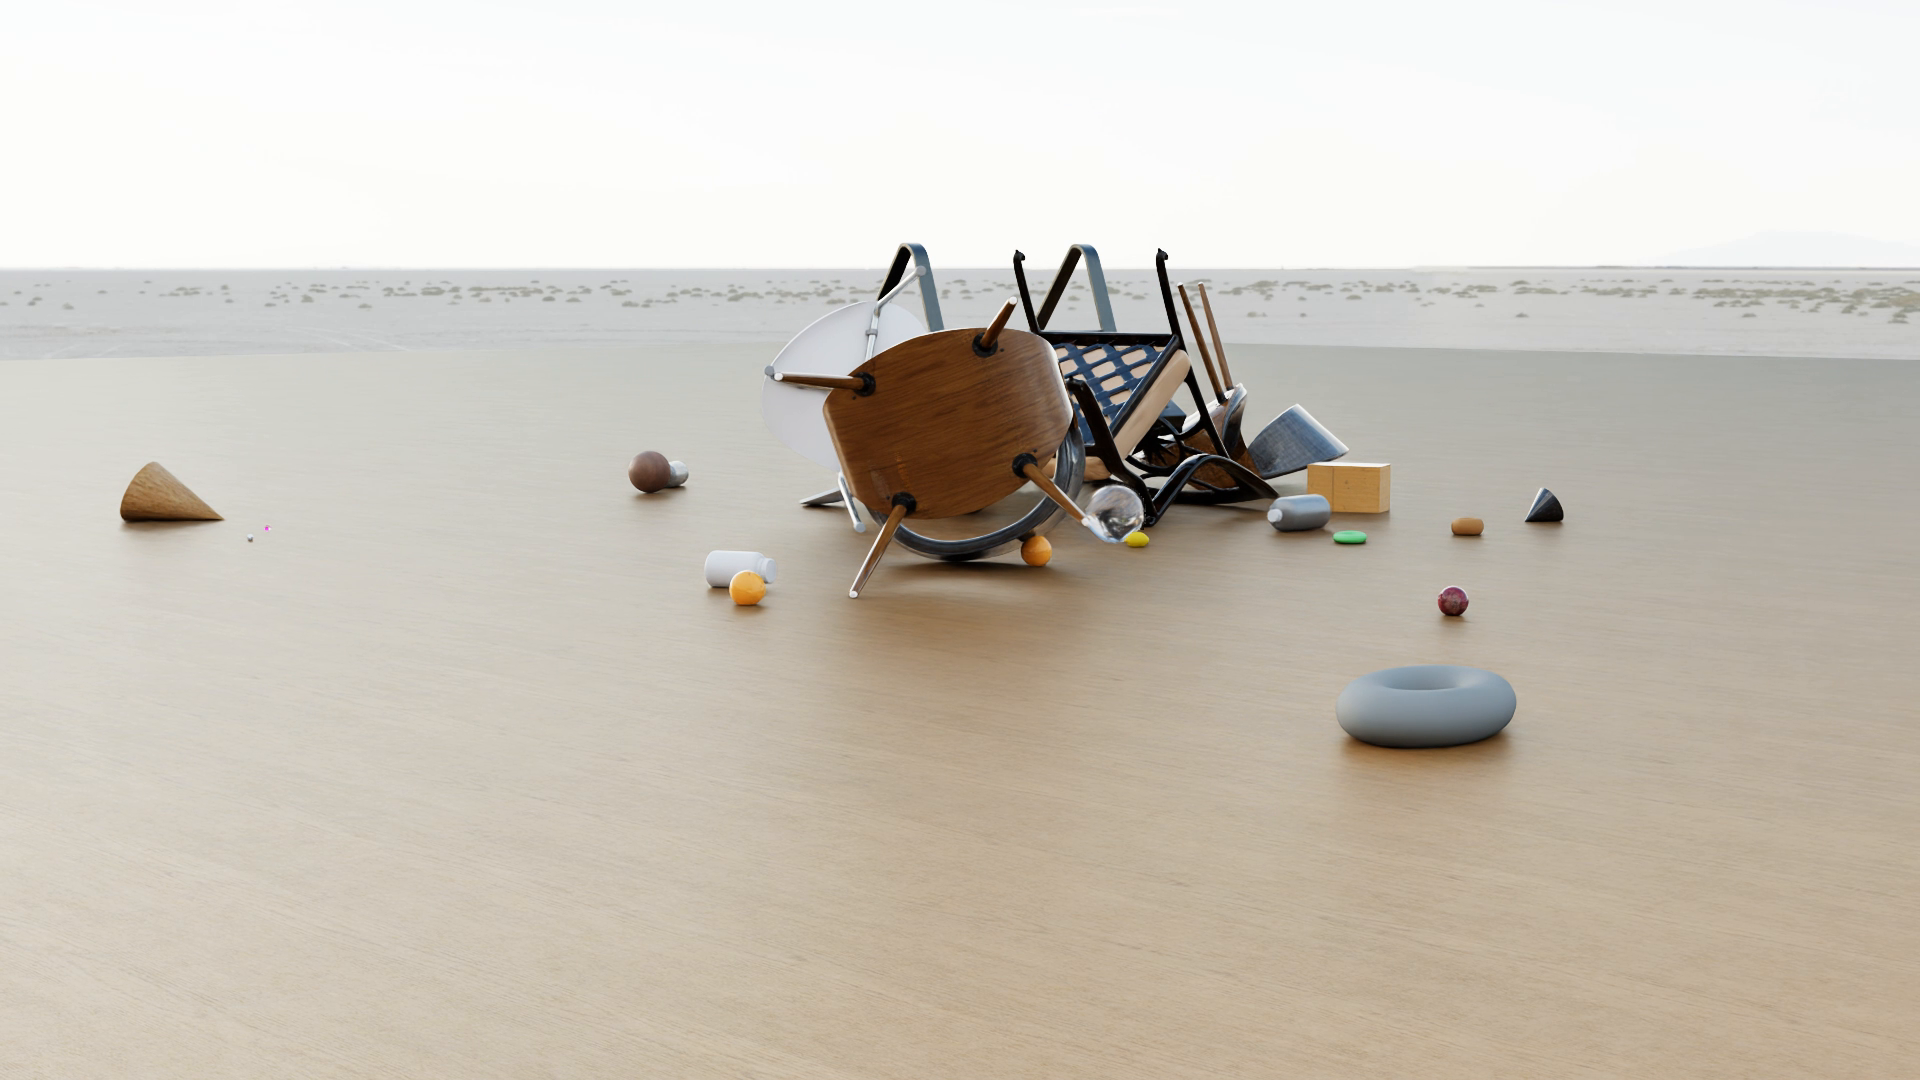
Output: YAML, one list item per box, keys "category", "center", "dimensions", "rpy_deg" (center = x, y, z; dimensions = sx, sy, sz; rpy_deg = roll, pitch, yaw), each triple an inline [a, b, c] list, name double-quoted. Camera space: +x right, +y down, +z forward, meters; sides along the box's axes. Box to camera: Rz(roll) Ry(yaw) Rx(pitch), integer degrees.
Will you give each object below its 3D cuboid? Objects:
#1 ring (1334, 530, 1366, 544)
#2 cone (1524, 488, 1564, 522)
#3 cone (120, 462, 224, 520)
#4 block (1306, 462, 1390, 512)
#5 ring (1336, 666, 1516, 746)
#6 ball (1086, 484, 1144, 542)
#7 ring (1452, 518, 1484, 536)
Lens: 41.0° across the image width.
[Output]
- category: "ring"
  center: [0.967, -0.006, 6.363]
  dimensions: [0.082, 0.023, 0.136]
  rpy_deg: [3, 7, 17]
- category: "cone"
  center: [1.552, -0.072, 6.892]
  dimensions: [0.094, 0.103, 0.096]
  rpy_deg: [-32, 6, -14]
- category: "cone"
  center: [-2.099, -0.093, 6.933]
  dimensions: [0.249, 0.153, 0.228]
  rpy_deg: [19, 27, 3]
- category: "block"
  center: [1.096, -0.149, 7.229]
  dimensions: [0.209, 0.129, 0.112]
  rpy_deg: [3, 6, 25]
- category: "ring"
  center: [0.674, 0.239, 3.708]
  dimensions: [0.233, 0.080, 0.349]
  rpy_deg: [5, 9, 35]
- category: "ball"
  center: [0.383, -0.065, 6.340]
  dimensions: [0.144, 0.144, 0.144]
  rpy_deg: [0, 6, 0]
- category: "ring"
  center: [1.295, -0.035, 6.545]
  dimensions: [0.080, 0.042, 0.087]
  rpy_deg: [-4, 5, -22]
